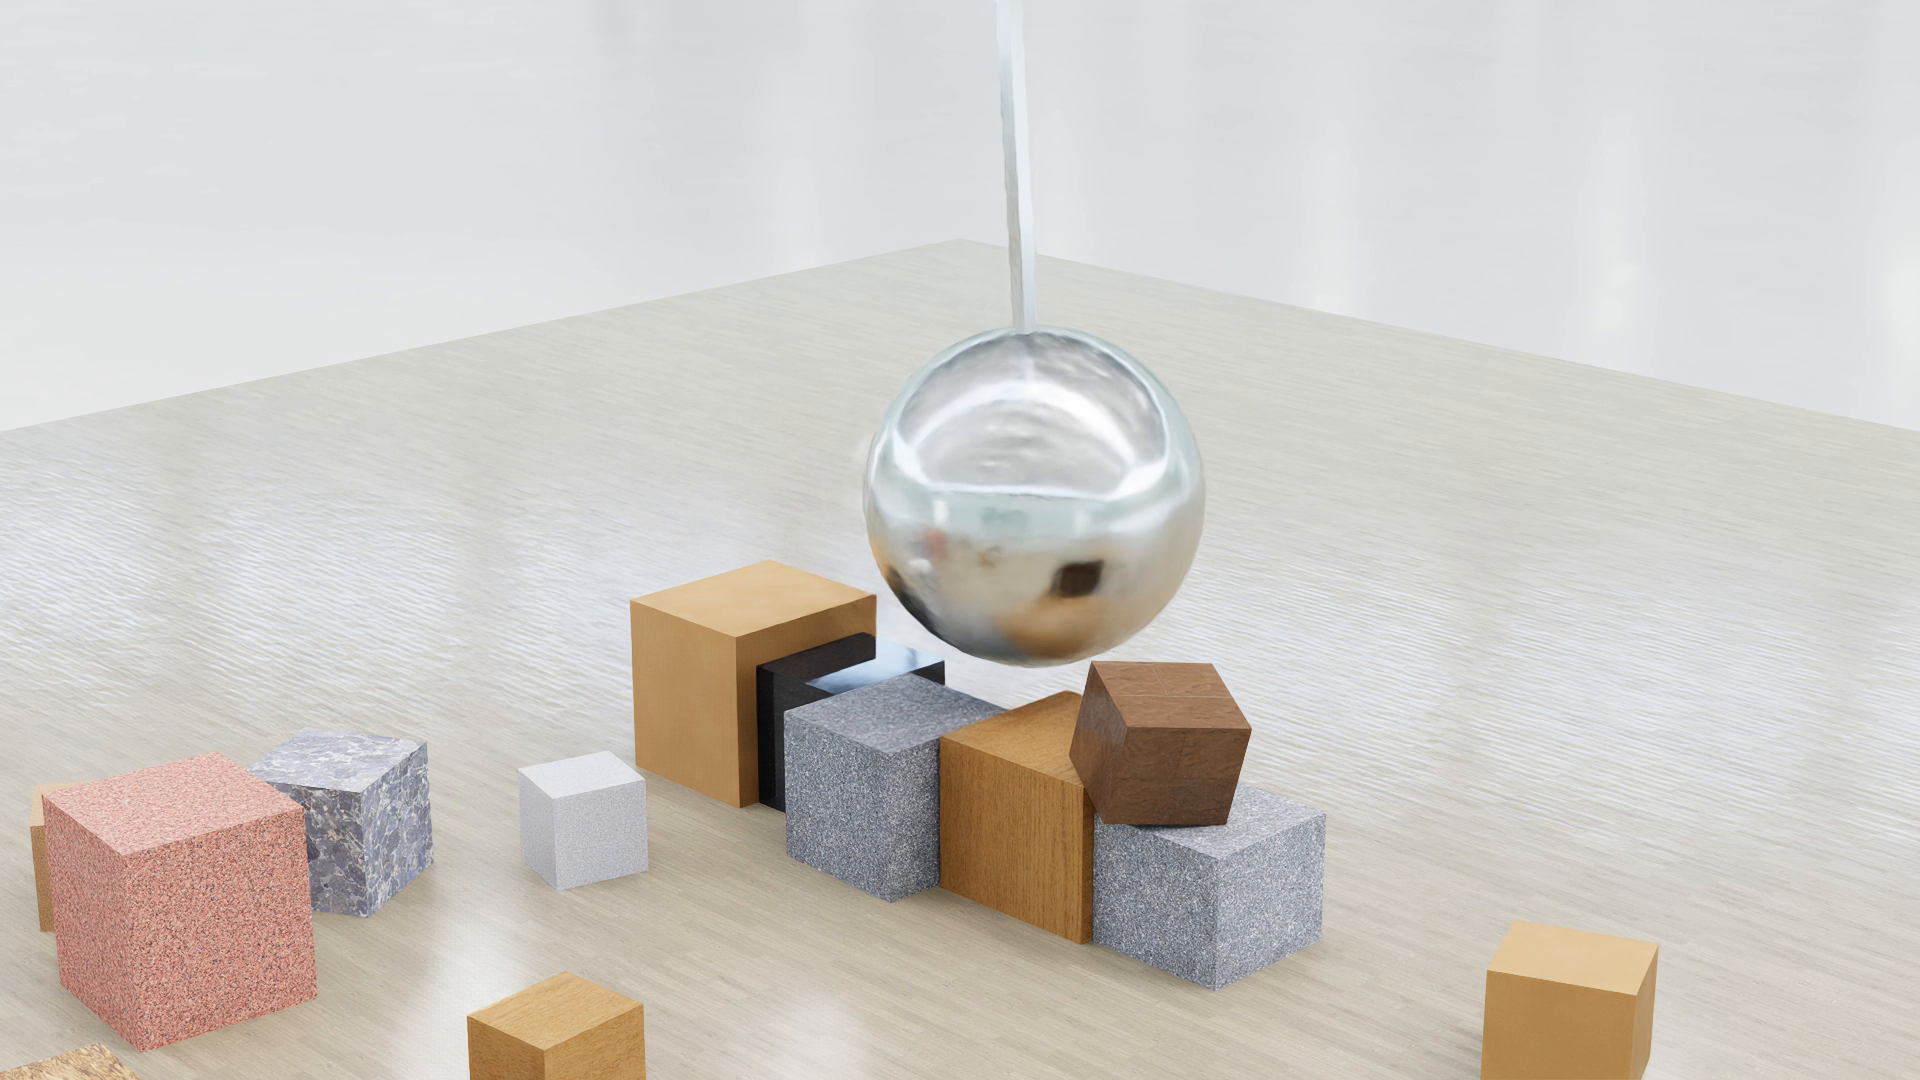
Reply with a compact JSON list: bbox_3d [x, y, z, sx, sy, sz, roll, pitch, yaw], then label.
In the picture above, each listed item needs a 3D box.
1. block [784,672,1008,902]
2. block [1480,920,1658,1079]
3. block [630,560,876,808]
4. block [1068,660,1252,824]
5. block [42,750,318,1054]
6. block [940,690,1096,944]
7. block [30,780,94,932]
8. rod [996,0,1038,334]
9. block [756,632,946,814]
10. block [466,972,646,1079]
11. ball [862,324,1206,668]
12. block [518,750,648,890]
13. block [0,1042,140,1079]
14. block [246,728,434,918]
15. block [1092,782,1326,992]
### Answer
[{"bbox_3d":[-0.278,1.130,13.556,0.772,0.716,0.726,-16,23,-41],"label":"block"},{"bbox_3d":[2.404,1.870,11.560,0.575,0.501,0.499,7,19,22],"label":"block"},{"bbox_3d":[-1.025,0.701,14.648,0.917,0.879,0.797,-17,24,-42],"label":"block"},{"bbox_3d":[0.846,0.862,12.490,0.558,0.487,0.516,2,29,-18],"label":"block"},{"bbox_3d":[-3.241,1.483,12.186,0.782,0.863,0.807,-14,22,-37],"label":"block"},{"bbox_3d":[0.513,1.229,13.208,0.868,0.736,0.837,17,24,42],"label":"block"},{"bbox_3d":[-3.858,1.393,13.074,0.493,0.502,0.482,-5,18,-14],"label":"block"},{"bbox_3d":[0.149,-3.380,12.436,0.080,5.200,0.080,17,29,42],"label":"rod"},{"bbox_3d":[-0.524,0.928,14.209,0.580,0.709,0.701,17,24,42],"label":"block"},{"bbox_3d":[-1.536,2.003,11.191,0.440,0.467,0.500,14,23,38],"label":"block"},{"bbox_3d":[0.344,-0.206,13.638,1.600,1.600,1.600,0,17,0],"label":"ball"},{"bbox_3d":[-1.735,1.287,13.498,0.454,0.451,0.414,-10,20,-29],"label":"block"},{"bbox_3d":[-3.221,2.201,10.521,0.552,0.492,0.533,-13,22,-36],"label":"block"},{"bbox_3d":[-2.829,1.272,13.298,0.620,0.599,0.639,5,18,16],"label":"block"},{"bbox_3d":[1.076,1.458,12.696,0.713,0.604,0.700,-17,24,-42],"label":"block"}]
